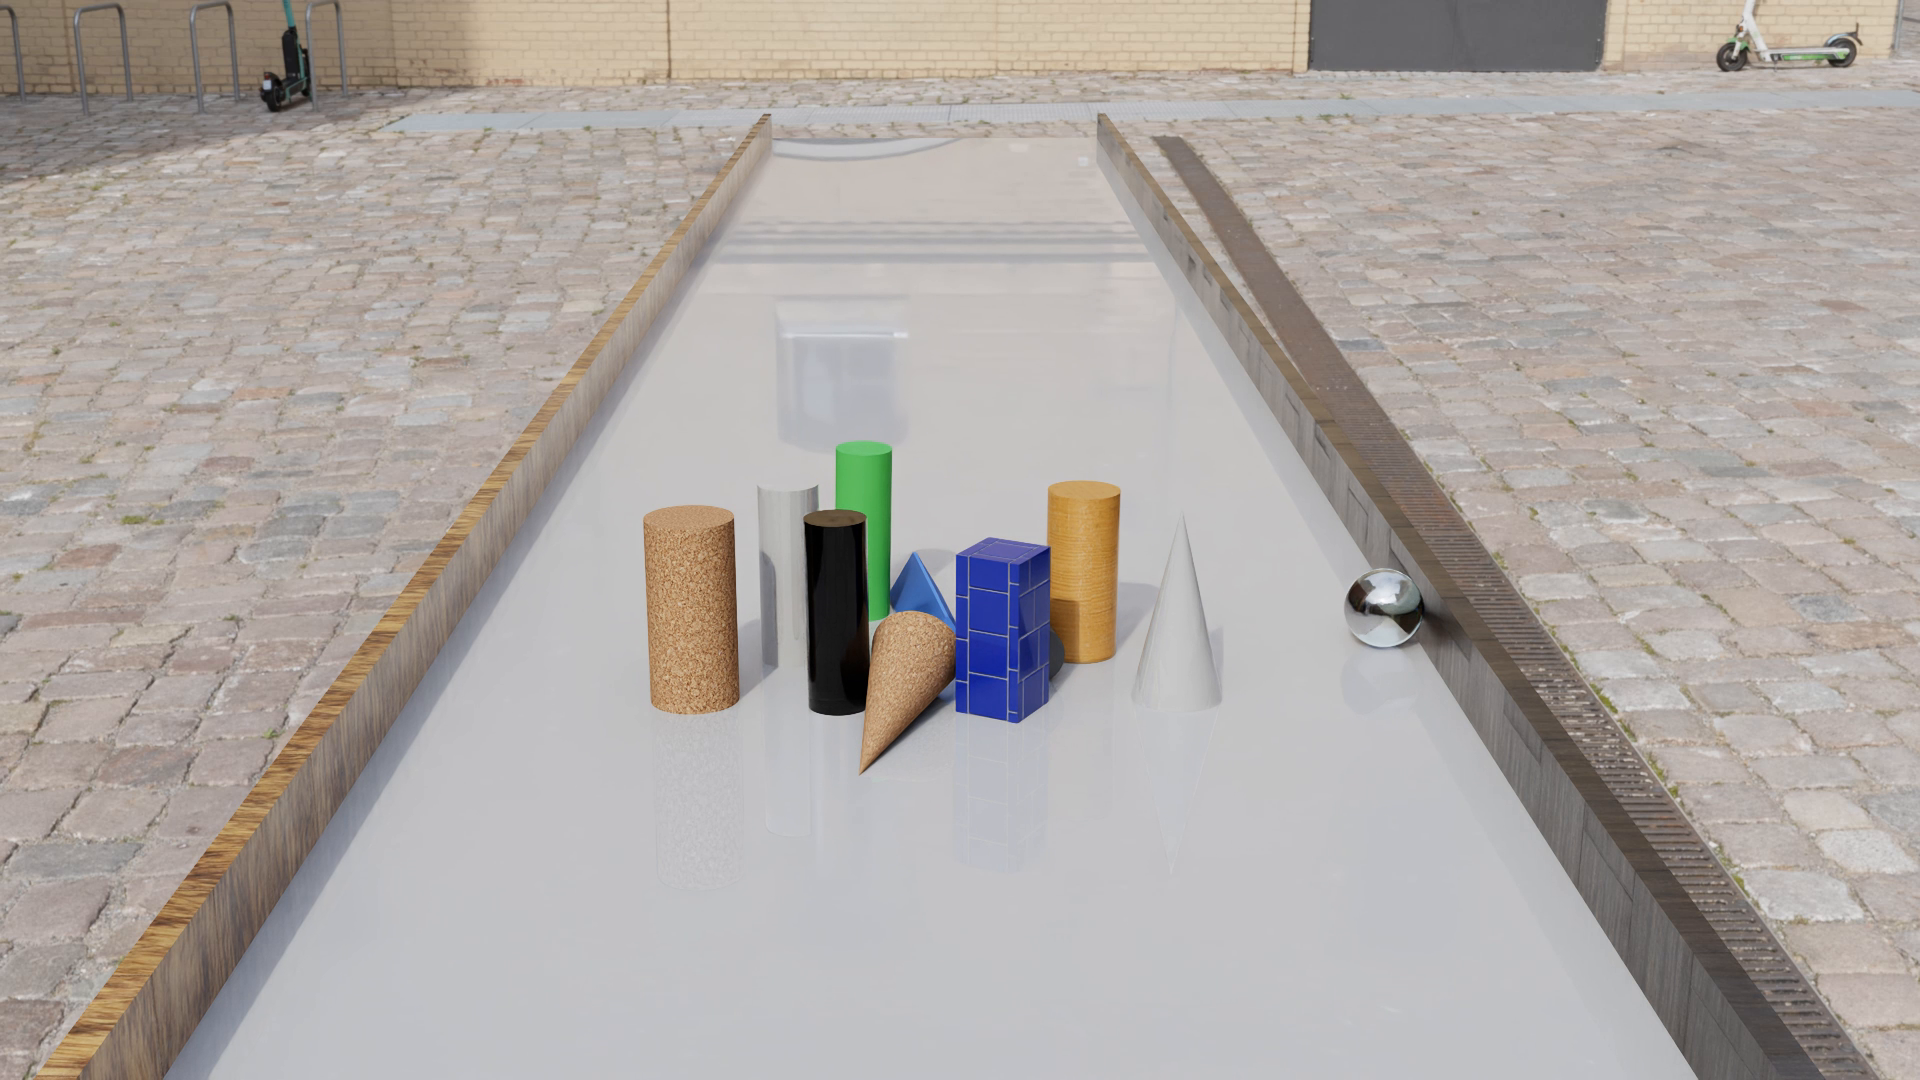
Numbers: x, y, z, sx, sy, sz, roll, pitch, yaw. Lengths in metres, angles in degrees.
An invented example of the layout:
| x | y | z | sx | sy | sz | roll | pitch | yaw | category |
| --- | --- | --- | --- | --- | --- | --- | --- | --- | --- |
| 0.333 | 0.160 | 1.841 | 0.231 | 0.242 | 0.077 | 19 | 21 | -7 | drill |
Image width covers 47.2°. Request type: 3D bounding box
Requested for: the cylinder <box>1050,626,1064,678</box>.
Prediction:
| x | y | z | sx | sy | sz | roll | pitch | yaw | category |
| --- | --- | --- | --- | --- | --- | --- | --- | --- | --- |
| 0.116 | 0.178 | 4.428 | 0.114 | 0.114 | 0.338 | -3 | 17 | -11 | cylinder |

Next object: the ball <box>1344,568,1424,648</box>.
| x | y | z | sx | sy | sz | roll | pitch | yaw | category |
| --- | --- | --- | --- | --- | --- | --- | --- | --- | --- |
| 0.863 | 0.138 | 4.479 | 0.161 | 0.161 | 0.161 | 0 | 17 | 0 | ball |

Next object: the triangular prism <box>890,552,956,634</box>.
| x | y | z | sx | sy | sz | roll | pitch | yaw | category |
| --- | --- | --- | --- | --- | --- | --- | --- | --- | --- |
| -0.063 | 0.136 | 4.589 | 0.113 | 0.098 | 0.450 | -2 | 17 | -9 | triangular prism |

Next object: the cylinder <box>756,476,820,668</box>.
| x | y | z | sx | sy | sz | roll | pitch | yaw | category |
| --- | --- | --- | --- | --- | --- | --- | --- | --- | --- |
| -0.339 | 0.063 | 4.377 | 0.122 | 0.364 | 0.122 | 0 | 17 | 0 | cylinder |

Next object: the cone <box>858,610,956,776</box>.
| x | y | z | sx | sy | sz | roll | pitch | yaw | category |
| --- | --- | --- | --- | --- | --- | --- | --- | --- | --- |
| -0.129 | 0.313 | 4.022 | 0.178 | 0.178 | 0.425 | 4 | 29 | 13 | cone |

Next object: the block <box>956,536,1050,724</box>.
| x | y | z | sx | sy | sz | roll | pitch | yaw | category |
| --- | --- | --- | --- | --- | --- | --- | --- | --- | --- |
| 0.081 | 0.168 | 4.121 | 0.131 | 0.309 | 0.131 | 9 | 19 | 27 | block |

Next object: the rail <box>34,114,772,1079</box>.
| x | y | z | sx | sy | sz | roll | pitch | yaw | category |
| --- | --- | --- | --- | --- | --- | --- | --- | --- | --- |
| -1.118 | -0.838 | 7.780 | 0.050 | 0.150 | 12.000 | 0 | 17 | -1 | rail |

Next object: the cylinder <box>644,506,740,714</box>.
| x | y | z | sx | sy | sz | roll | pitch | yaw | category |
| --- | --- | --- | --- | --- | --- | --- | --- | --- | --- |
| -0.506 | 0.131 | 4.154 | 0.169 | 0.361 | 0.169 | 0 | 17 | 0 | cylinder |

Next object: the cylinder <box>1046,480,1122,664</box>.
| x | y | z | sx | sy | sz | roll | pitch | yaw | category |
| --- | --- | --- | --- | --- | --- | --- | --- | --- | --- |
| 0.245 | 0.063 | 4.416 | 0.146 | 0.340 | 0.146 | 1 | 16 | 0 | cylinder |

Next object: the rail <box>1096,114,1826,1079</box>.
| x | y | z | sx | sy | sz | roll | pitch | yaw | category |
| --- | --- | --- | --- | --- | --- | --- | --- | --- | --- |
| 0.932 | -0.844 | 7.801 | 0.050 | 0.150 | 12.000 | 0 | 17 | -1 | rail |

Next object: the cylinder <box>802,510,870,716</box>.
| x | y | z | sx | sy | sz | roll | pitch | yaw | category |
| --- | --- | --- | --- | --- | --- | --- | --- | --- | --- |
| -0.230 | 0.136 | 4.123 | 0.118 | 0.369 | 0.118 | 0 | 17 | 0 | cylinder |

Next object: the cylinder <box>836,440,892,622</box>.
| x | y | z | sx | sy | sz | roll | pitch | yaw | category |
| --- | --- | --- | --- | --- | --- | --- | --- | --- | --- |
| -0.205 | -0.019 | 4.646 | 0.118 | 0.363 | 0.118 | 1 | 17 | 0 | cylinder |

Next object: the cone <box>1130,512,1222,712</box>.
| x | y | z | sx | sy | sz | roll | pitch | yaw | category |
| --- | --- | --- | --- | --- | --- | --- | --- | --- | --- |
| 0.415 | 0.120 | 4.166 | 0.177 | 0.375 | 0.177 | 0 | 17 | 0 | cone |
